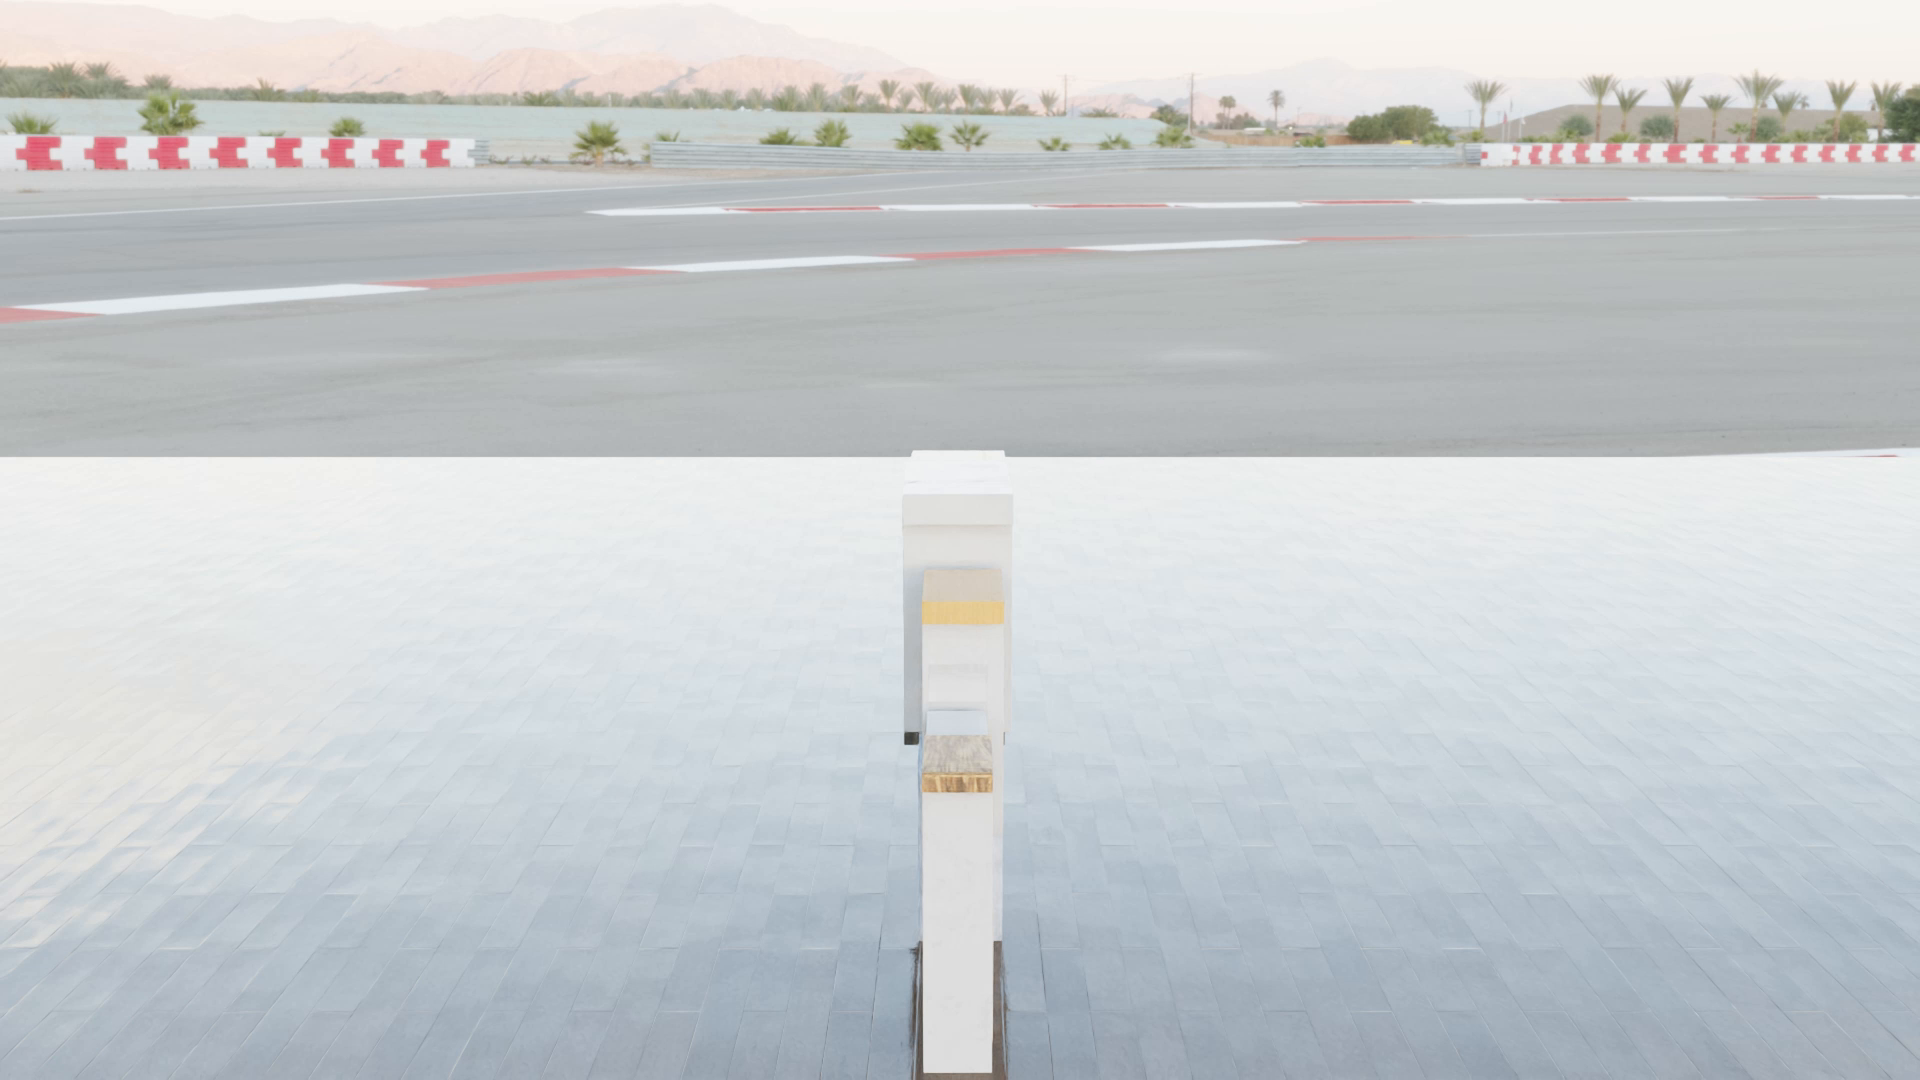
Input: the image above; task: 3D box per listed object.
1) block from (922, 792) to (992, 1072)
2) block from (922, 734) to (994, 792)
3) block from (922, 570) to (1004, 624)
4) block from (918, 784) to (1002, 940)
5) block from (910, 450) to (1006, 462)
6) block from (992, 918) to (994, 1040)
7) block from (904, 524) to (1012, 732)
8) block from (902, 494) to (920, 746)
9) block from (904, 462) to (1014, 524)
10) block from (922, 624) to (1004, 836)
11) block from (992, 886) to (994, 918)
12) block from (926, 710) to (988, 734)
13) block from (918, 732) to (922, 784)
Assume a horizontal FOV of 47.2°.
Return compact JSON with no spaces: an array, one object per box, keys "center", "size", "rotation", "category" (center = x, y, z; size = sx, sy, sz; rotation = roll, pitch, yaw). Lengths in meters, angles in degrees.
[{"center":[-0.003,0.521,2.947],"size":[0.093,0.399,0.026],"rotation":[0,11,0],"category":"block"},{"center":[-0.003,0.301,2.969],"size":[0.093,0.026,0.185],"rotation":[0,11,0],"category":"block"},{"center":[0.004,0.085,3.332],"size":[0.120,0.034,0.240],"rotation":[0,11,0],"category":"block"},{"center":[0.000,0.497,3.450],"size":[0.132,0.264,0.037],"rotation":[0,11,0],"category":"block"},{"center":[-0.004,-0.112,3.952],"size":[0.171,0.048,0.342],"rotation":[0,11,0],"category":"block"},{"center":[-0.001,0.606,3.069],"size":[0.094,0.187,0.027],"rotation":[0,11,0],"category":"block"},{"center":[-0.004,0.135,3.527],"size":[0.172,0.345,0.049],"rotation":[0,11,0],"category":"block"},{"center":[-0.010,0.136,3.759],"size":[0.172,0.431,0.049],"rotation":[0,11,0],"category":"block"},{"center":[-0.005,-0.079,3.603],"size":[0.172,0.049,0.345],"rotation":[0,11,-1],"category":"block"},{"center":[0.005,0.279,3.286],"size":[0.120,0.331,0.034],"rotation":[0,11,0],"category":"block"},{"center":[-0.001,0.490,3.111],"size":[0.094,0.027,0.187],"rotation":[0,11,0],"category":"block"},{"center":[-0.004,0.279,3.152],"size":[0.087,0.025,0.174],"rotation":[0,11,0],"category":"block"},{"center":[0.001,0.333,3.509],"size":[0.132,0.037,0.264],"rotation":[0,11,0],"category":"block"}]
